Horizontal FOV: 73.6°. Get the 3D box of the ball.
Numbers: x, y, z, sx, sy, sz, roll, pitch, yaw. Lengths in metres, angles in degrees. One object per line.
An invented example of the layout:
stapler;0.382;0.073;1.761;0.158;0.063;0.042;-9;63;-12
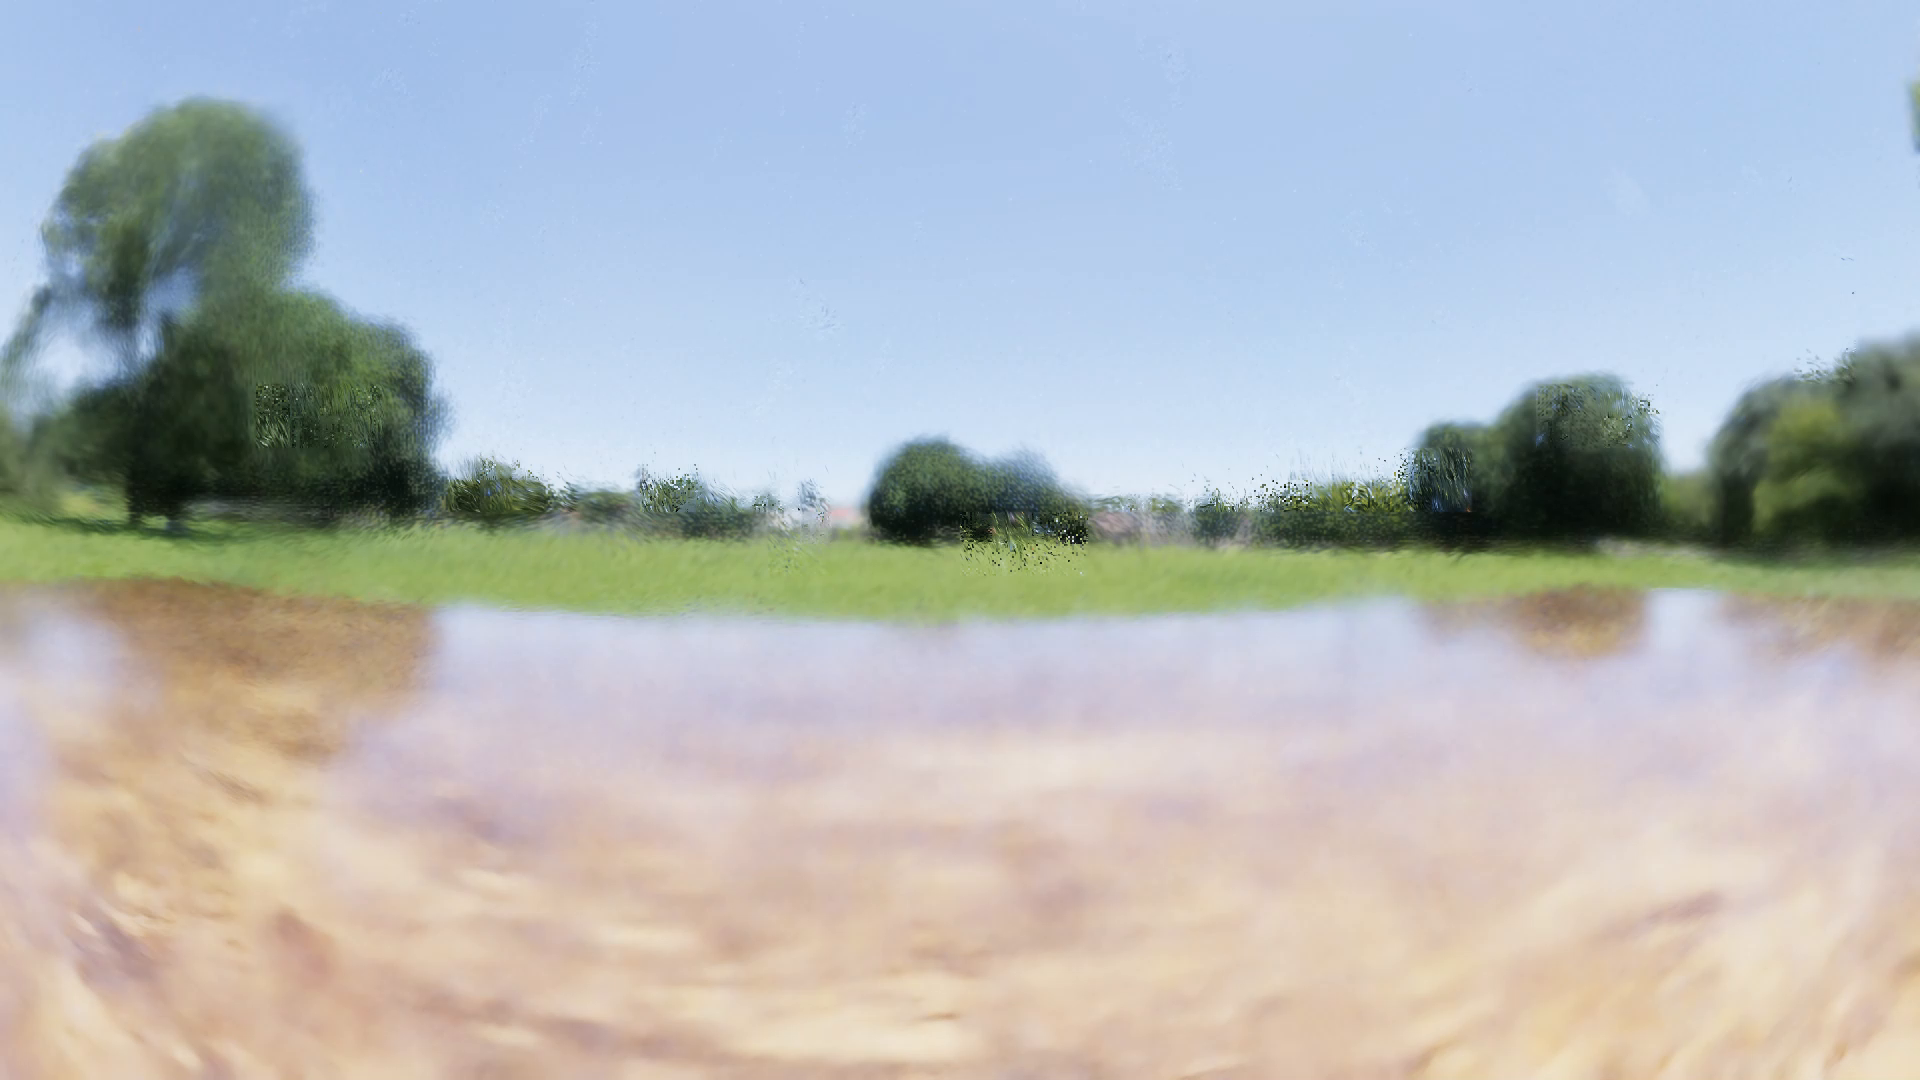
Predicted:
ball;0.000;-0.002;0.056;0.080;0.080;0.080;0;4;0
